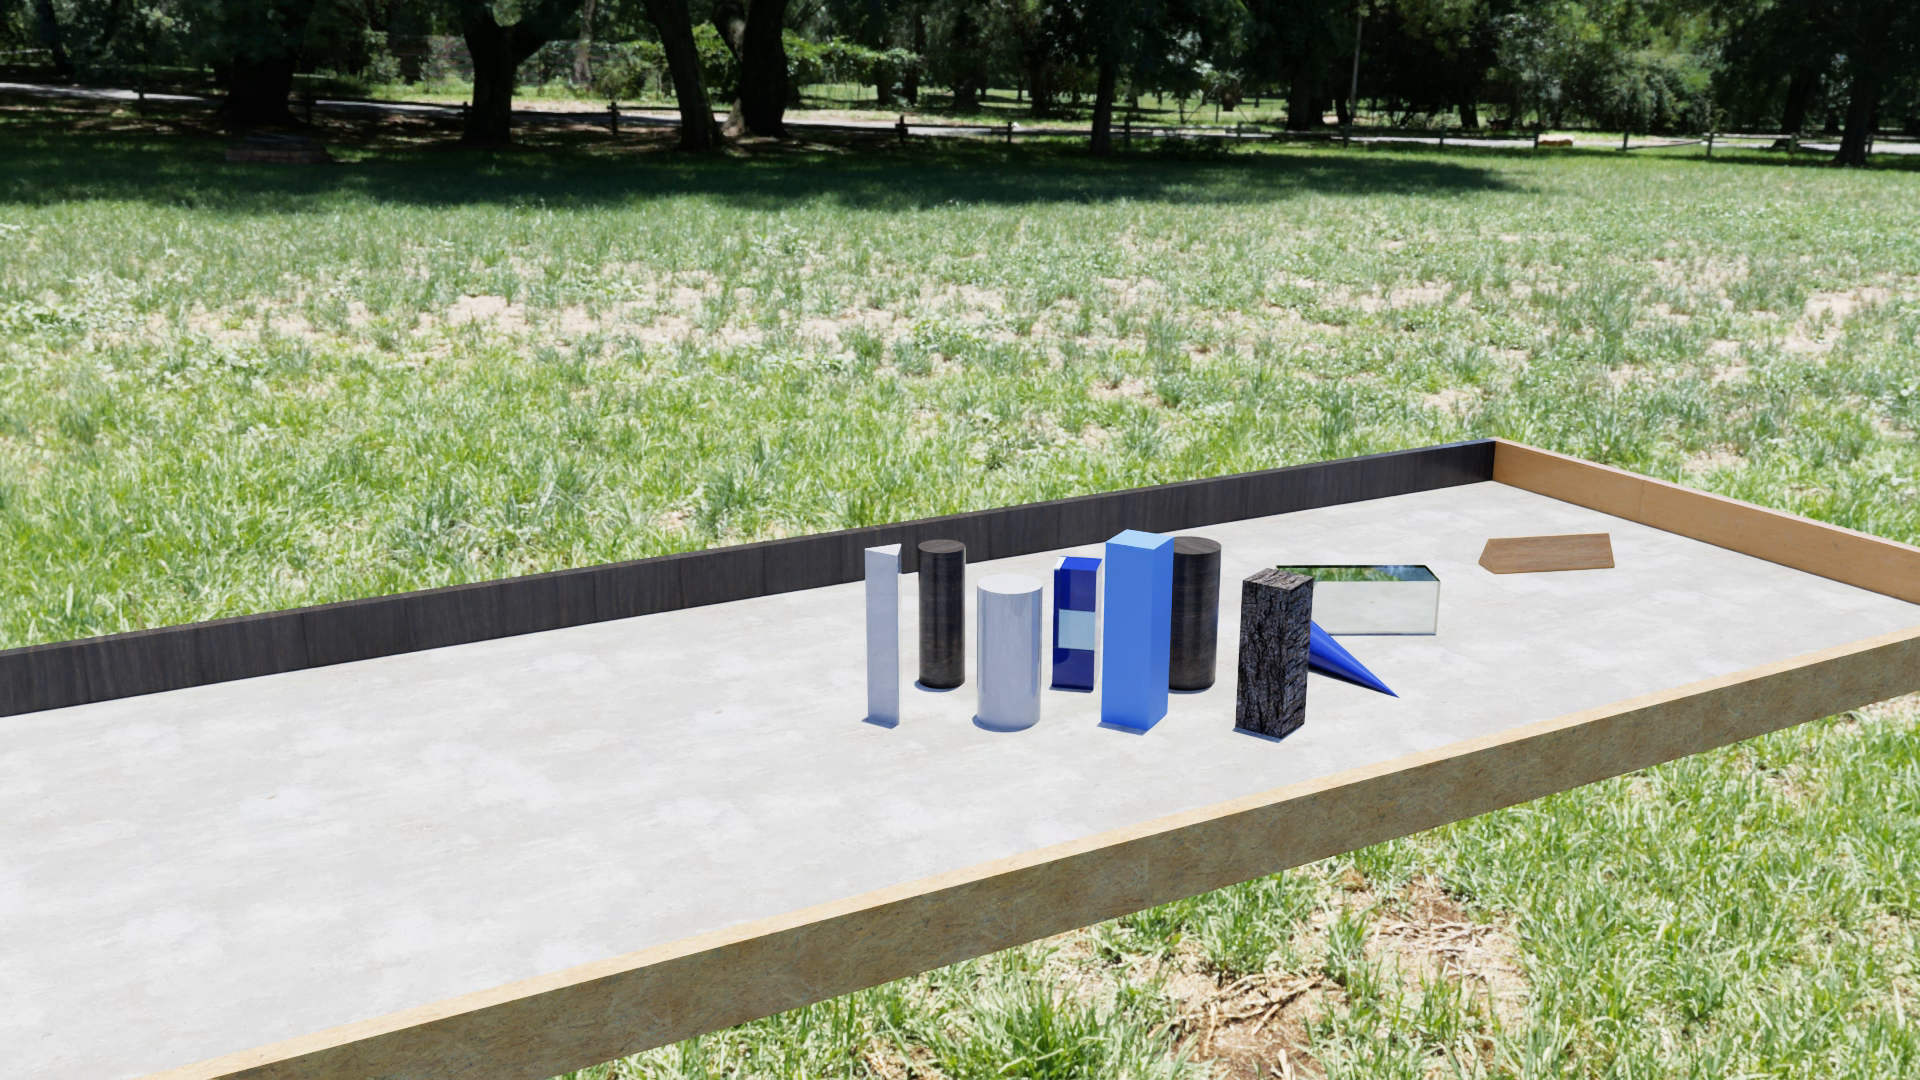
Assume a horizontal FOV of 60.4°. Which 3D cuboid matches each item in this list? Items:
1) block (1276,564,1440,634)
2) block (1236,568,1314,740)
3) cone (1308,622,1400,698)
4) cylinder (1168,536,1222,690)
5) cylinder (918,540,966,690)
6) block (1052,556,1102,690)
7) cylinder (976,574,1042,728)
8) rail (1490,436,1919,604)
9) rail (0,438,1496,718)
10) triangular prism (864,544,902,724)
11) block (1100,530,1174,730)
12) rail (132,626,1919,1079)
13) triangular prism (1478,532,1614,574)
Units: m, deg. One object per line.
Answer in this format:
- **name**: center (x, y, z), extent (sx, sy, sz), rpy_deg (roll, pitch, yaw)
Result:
- **block**: center (1.086, 0.163, 4.531), extent (0.417, 0.151, 0.151), rpy_deg (0, 16, 0)
- **block**: center (0.729, 0.261, 3.825), extent (0.120, 0.361, 0.120), rpy_deg (12, 20, 36)
- **cone**: center (0.956, 0.305, 4.189), extent (0.144, 0.144, 0.431), rpy_deg (-11, 29, -34)
- **cylinder**: center (0.564, 0.182, 4.110), extent (0.159, 0.353, 0.159), rpy_deg (0, 16, 0)
- **cylinder**: center (-0.045, 0.184, 4.102), extent (0.117, 0.353, 0.117), rpy_deg (0, 16, 0)
- **block**: center (0.292, 0.206, 4.103), extent (0.105, 0.311, 0.105), rpy_deg (4, 17, 12)
- **cylinder**: center (0.116, 0.260, 3.880), extent (0.153, 0.332, 0.153), rpy_deg (0, 16, 0)
- **rail**: center (2.466, -0.048, 5.253), extent (0.050, 0.150, 2.100), rpy_deg (-9, 18, -27)
- **rail**: center (-3.305, 0.497, 3.399), extent (12.000, 0.150, 0.050), rpy_deg (-9, 18, -27)
- **triangular prism**: center (-0.161, 0.218, 3.876), extent (0.091, 0.416, 0.079), rpy_deg (10, 19, 32)
- **block**: center (0.414, 0.210, 3.858), extent (0.120, 0.441, 0.120), rpy_deg (9, 19, 28)
- **rail**: center (-2.336, 1.006, 1.665), extent (12.000, 0.150, 0.050), rpy_deg (-9, 18, -27)
- **triangular prism**: center (1.806, 0.031, 5.068), extent (0.393, 0.096, 0.111), rpy_deg (-3, 16, -9)
